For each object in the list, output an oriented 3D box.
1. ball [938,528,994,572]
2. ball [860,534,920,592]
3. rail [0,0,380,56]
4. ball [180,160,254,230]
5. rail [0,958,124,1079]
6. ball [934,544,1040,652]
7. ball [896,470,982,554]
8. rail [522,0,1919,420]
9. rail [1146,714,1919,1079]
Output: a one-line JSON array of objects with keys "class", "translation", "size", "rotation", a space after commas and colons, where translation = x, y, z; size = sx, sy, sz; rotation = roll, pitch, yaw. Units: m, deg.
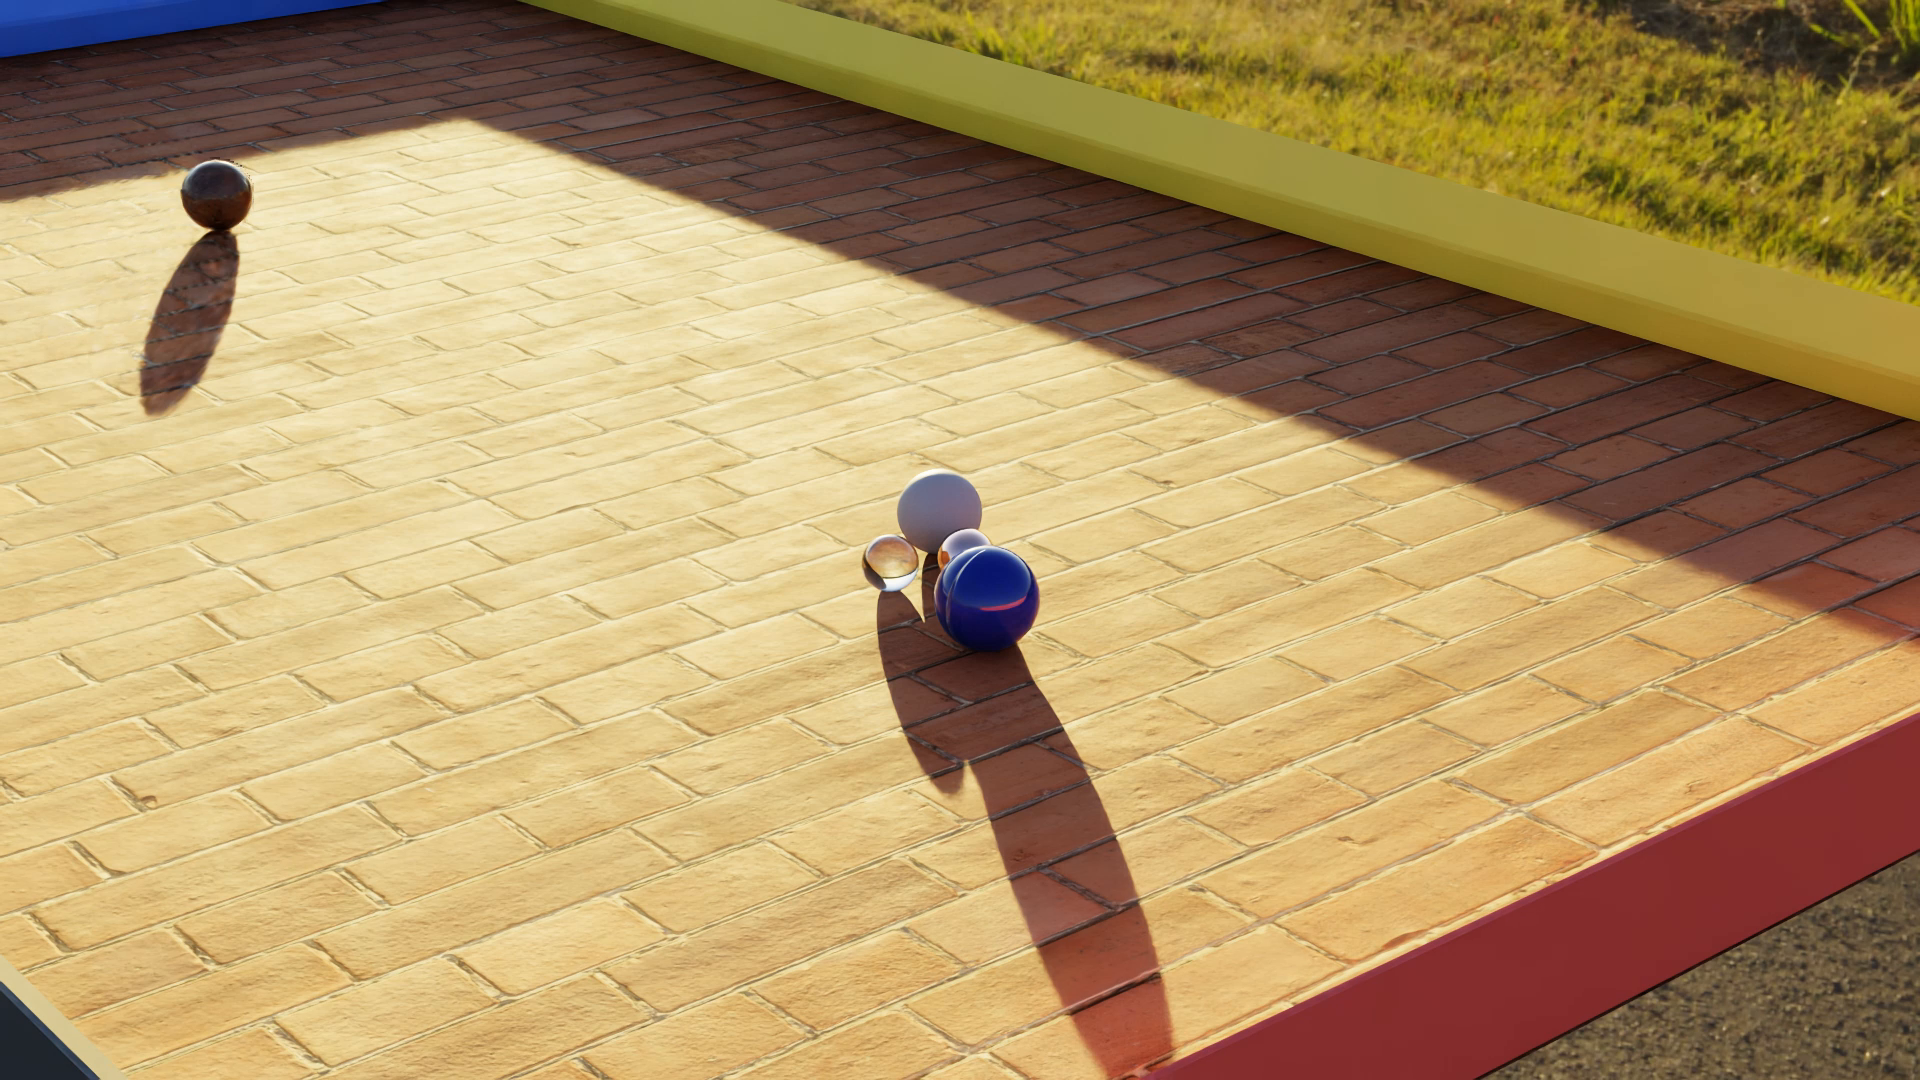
[{"class": "ball", "translation": [0.006, 0.015, 2.464], "size": [0.049, 0.049, 0.049], "rotation": [0, 22, 0]}, {"class": "ball", "translation": [-0.058, 0.019, 2.453], "size": [0.049, 0.049, 0.049], "rotation": [0, 22, 0]}, {"class": "rail", "translation": [-1.518, -0.715, 4.181], "size": [1.930, 0.110, 0.045], "rotation": [-17, 28, -36]}, {"class": "ball", "translation": [-0.873, -0.405, 3.455], "size": [0.083, 0.083, 0.083], "rotation": [0, 22, 0]}, {"class": "rail", "translation": [-1.238, -0.031, 2.493], "size": [0.045, 0.110, 3.216], "rotation": [-17, 28, -36]}, {"class": "ball", "translation": [0.021, 0.046, 2.338], "size": [0.085, 0.085, 0.085], "rotation": [0, 22, 0]}, {"class": "ball", "translation": [-0.018, -0.024, 2.528], "size": [0.074, 0.074, 0.074], "rotation": [0, 22, 0]}, {"class": "rail", "translation": [0.216, -0.480, 3.601], "size": [0.045, 0.110, 3.216], "rotation": [-17, 28, -36]}, {"class": "rail", "translation": [0.496, 0.204, 1.913], "size": [1.930, 0.110, 0.045], "rotation": [-17, 28, -36]}]
